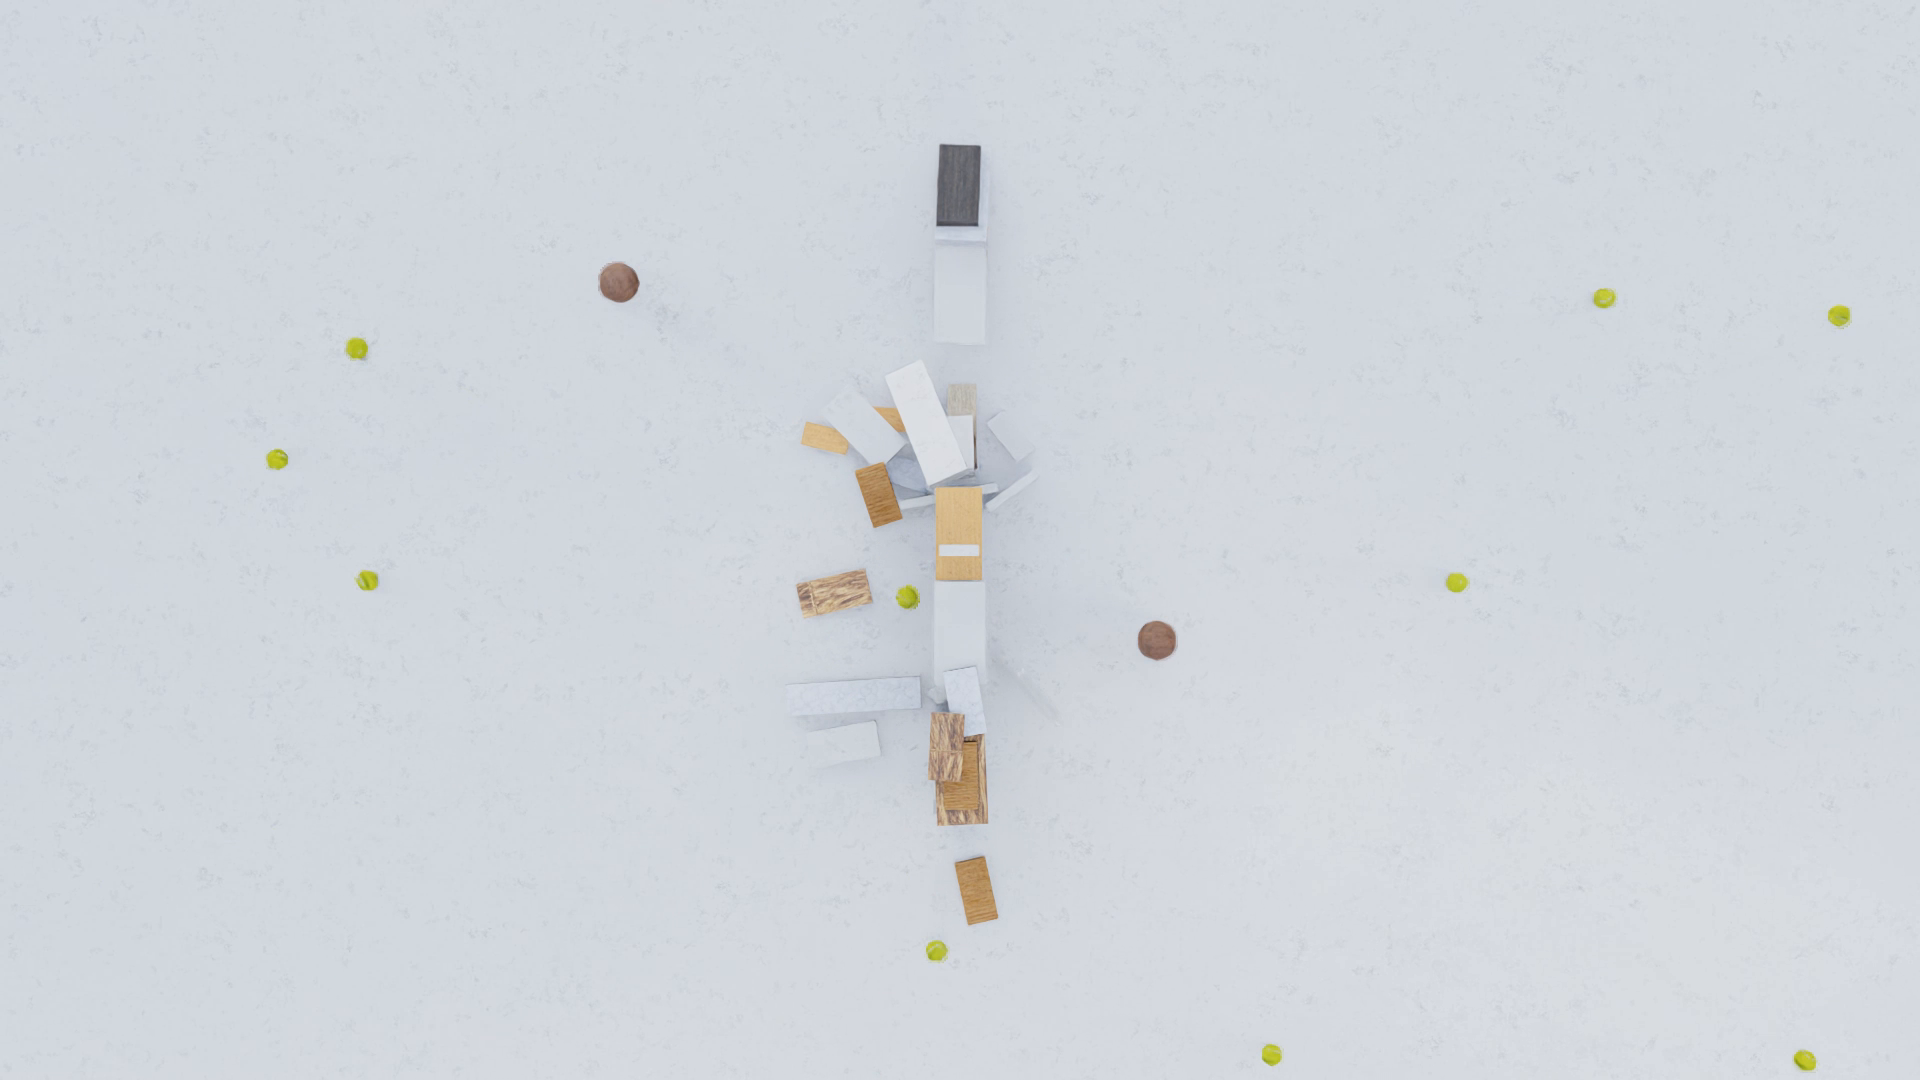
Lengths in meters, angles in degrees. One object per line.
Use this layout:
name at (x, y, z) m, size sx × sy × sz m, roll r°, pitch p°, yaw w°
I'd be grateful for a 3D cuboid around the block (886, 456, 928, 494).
block at (-0.184, -0.225, 5.487) m, size 0.182 × 0.026 × 0.091 m, roll 19°, pitch 90°, yaw 0°

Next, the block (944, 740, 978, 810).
block at (0.001, 0.731, 5.119) m, size 0.104 × 0.029 × 0.208 m, roll -1°, pitch 90°, yaw 0°

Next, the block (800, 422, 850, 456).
block at (-0.446, -0.338, 5.489) m, size 0.155 × 0.022 × 0.077 m, roll 14°, pitch 90°, yaw 0°

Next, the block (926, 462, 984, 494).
block at (-0.018, -0.208, 5.423) m, size 0.091 × 0.026 × 0.182 m, roll 30°, pitch 56°, yaw 31°

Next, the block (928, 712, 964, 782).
block at (-0.042, 0.638, 5.090) m, size 0.104 × 0.029 × 0.208 m, roll 3°, pitch 90°, yaw 1°

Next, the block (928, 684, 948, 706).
block at (-0.048, 0.493, 5.476) m, size 0.112 × 0.016 × 0.056 m, roll -40°, pitch 90°, yaw 0°

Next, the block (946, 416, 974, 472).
block at (-0.003, -0.313, 5.376) m, size 0.095 × 0.027 × 0.191 m, roll -2°, pitch 68°, yaw 2°

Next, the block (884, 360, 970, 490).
block at (-0.109, -0.379, 5.384) m, size 0.136 × 0.039 × 0.440 m, roll -24°, pitch 65°, yaw 5°

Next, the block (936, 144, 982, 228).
block at (-0.004, -1.154, 5.371) m, size 0.136 × 0.039 × 0.273 m, roll 2°, pitch 75°, yaw 0°

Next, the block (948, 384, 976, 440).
block at (0.007, -0.424, 5.450) m, size 0.095 × 0.027 × 0.191 m, roll -1°, pitch 68°, yaw 2°

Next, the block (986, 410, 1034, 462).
block at (0.168, -0.347, 5.489) m, size 0.077 × 0.022 × 0.165 m, roll -39°, pitch 90°, yaw 0°

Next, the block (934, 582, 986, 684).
block at (-0.001, 0.289, 5.159) m, size 0.159 × 0.045 × 0.319 m, roll 0°, pitch 90°, yaw 0°

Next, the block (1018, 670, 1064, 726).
block at (0.267, 0.518, 5.448) m, size 0.029 × 0.104 × 0.208 m, roll -40°, pitch 90°, yaw 0°

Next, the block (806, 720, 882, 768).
block at (-0.387, 0.677, 5.483) m, size 0.235 × 0.033 × 0.117 m, roll -10°, pitch 90°, yaw 0°

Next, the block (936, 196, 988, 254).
block at (0.006, -1.029, 5.476) m, size 0.169 × 0.048 × 0.338 m, roll 1°, pitch 90°, yaw 0°

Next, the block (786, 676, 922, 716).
block at (-0.353, 0.519, 5.485) m, size 0.446 × 0.029 × 0.104 m, roll -4°, pitch 90°, yaw 0°

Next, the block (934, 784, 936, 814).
block at (-0.004, 0.837, 5.340) m, size 0.160 × 0.320 × 0.045 m, roll 0°, pitch 90°, yaw 0°

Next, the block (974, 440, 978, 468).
block at (0.006, -0.315, 5.432) m, size 0.095 × 0.027 × 0.191 m, roll -3°, pitch 54°, yaw 1°

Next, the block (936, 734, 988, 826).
block at (0.002, 0.727, 5.157) m, size 0.160 × 0.045 × 0.320 m, roll -3°, pitch 90°, yaw 0°

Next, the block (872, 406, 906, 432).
block at (-0.255, -0.402, 5.489) m, size 0.155 × 0.022 × 0.077 m, roll 4°, pitch 90°, yaw 0°

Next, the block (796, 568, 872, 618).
block at (-0.417, 0.177, 5.483) m, size 0.235 × 0.033 × 0.117 m, roll -13°, pitch 90°, yaw 0°

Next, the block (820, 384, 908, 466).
block at (-0.317, -0.371, 5.457) m, size 0.136 × 0.039 × 0.273 m, roll -45°, pitch 89°, yaw 0°

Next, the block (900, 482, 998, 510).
block at (-0.037, -0.148, 5.449) m, size 0.326 × 0.101 × 0.029 m, roll -11°, pitch 94°, yaw 0°

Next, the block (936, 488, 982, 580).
block at (-0.004, -0.020, 5.189) m, size 0.145 × 0.041 × 0.291 m, roll 0°, pitch 90°, yaw 0°

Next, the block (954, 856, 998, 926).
block at (0.055, 1.166, 5.485) m, size 0.104 × 0.029 × 0.208 m, roll -13°, pitch 90°, yaw 0°

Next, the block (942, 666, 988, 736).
block at (0.016, 0.503, 5.120) m, size 0.104 × 0.029 × 0.208 m, roll -10°, pitch 89°, yaw 0°

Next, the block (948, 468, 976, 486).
block at (0.003, -0.258, 5.429) m, size 0.091 × 0.026 × 0.182 m, roll -4°, pitch 48°, yaw 0°

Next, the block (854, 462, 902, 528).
block at (-0.269, -0.149, 5.449) m, size 0.101 × 0.029 × 0.202 m, roll -18°, pitch 112°, yaw 0°

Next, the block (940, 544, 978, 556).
block at (-0.003, 0.031, 5.035) m, size 0.117 × 0.267 × 0.033 m, roll 0°, pitch 90°, yaw 0°

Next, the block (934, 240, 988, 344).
block at (0.001, -0.819, 5.431) m, size 0.169 × 0.048 × 0.337 m, roll 1°, pitch 94°, yaw 0°

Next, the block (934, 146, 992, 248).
block at (0.010, -1.128, 5.408) m, size 0.169 × 0.048 × 0.338 m, roll 3°, pitch 75°, yaw 0°

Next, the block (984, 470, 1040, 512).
block at (0.172, -0.163, 5.450) m, size 0.202 × 0.101 × 0.029 m, roll -36°, pitch 90°, yaw 0°
